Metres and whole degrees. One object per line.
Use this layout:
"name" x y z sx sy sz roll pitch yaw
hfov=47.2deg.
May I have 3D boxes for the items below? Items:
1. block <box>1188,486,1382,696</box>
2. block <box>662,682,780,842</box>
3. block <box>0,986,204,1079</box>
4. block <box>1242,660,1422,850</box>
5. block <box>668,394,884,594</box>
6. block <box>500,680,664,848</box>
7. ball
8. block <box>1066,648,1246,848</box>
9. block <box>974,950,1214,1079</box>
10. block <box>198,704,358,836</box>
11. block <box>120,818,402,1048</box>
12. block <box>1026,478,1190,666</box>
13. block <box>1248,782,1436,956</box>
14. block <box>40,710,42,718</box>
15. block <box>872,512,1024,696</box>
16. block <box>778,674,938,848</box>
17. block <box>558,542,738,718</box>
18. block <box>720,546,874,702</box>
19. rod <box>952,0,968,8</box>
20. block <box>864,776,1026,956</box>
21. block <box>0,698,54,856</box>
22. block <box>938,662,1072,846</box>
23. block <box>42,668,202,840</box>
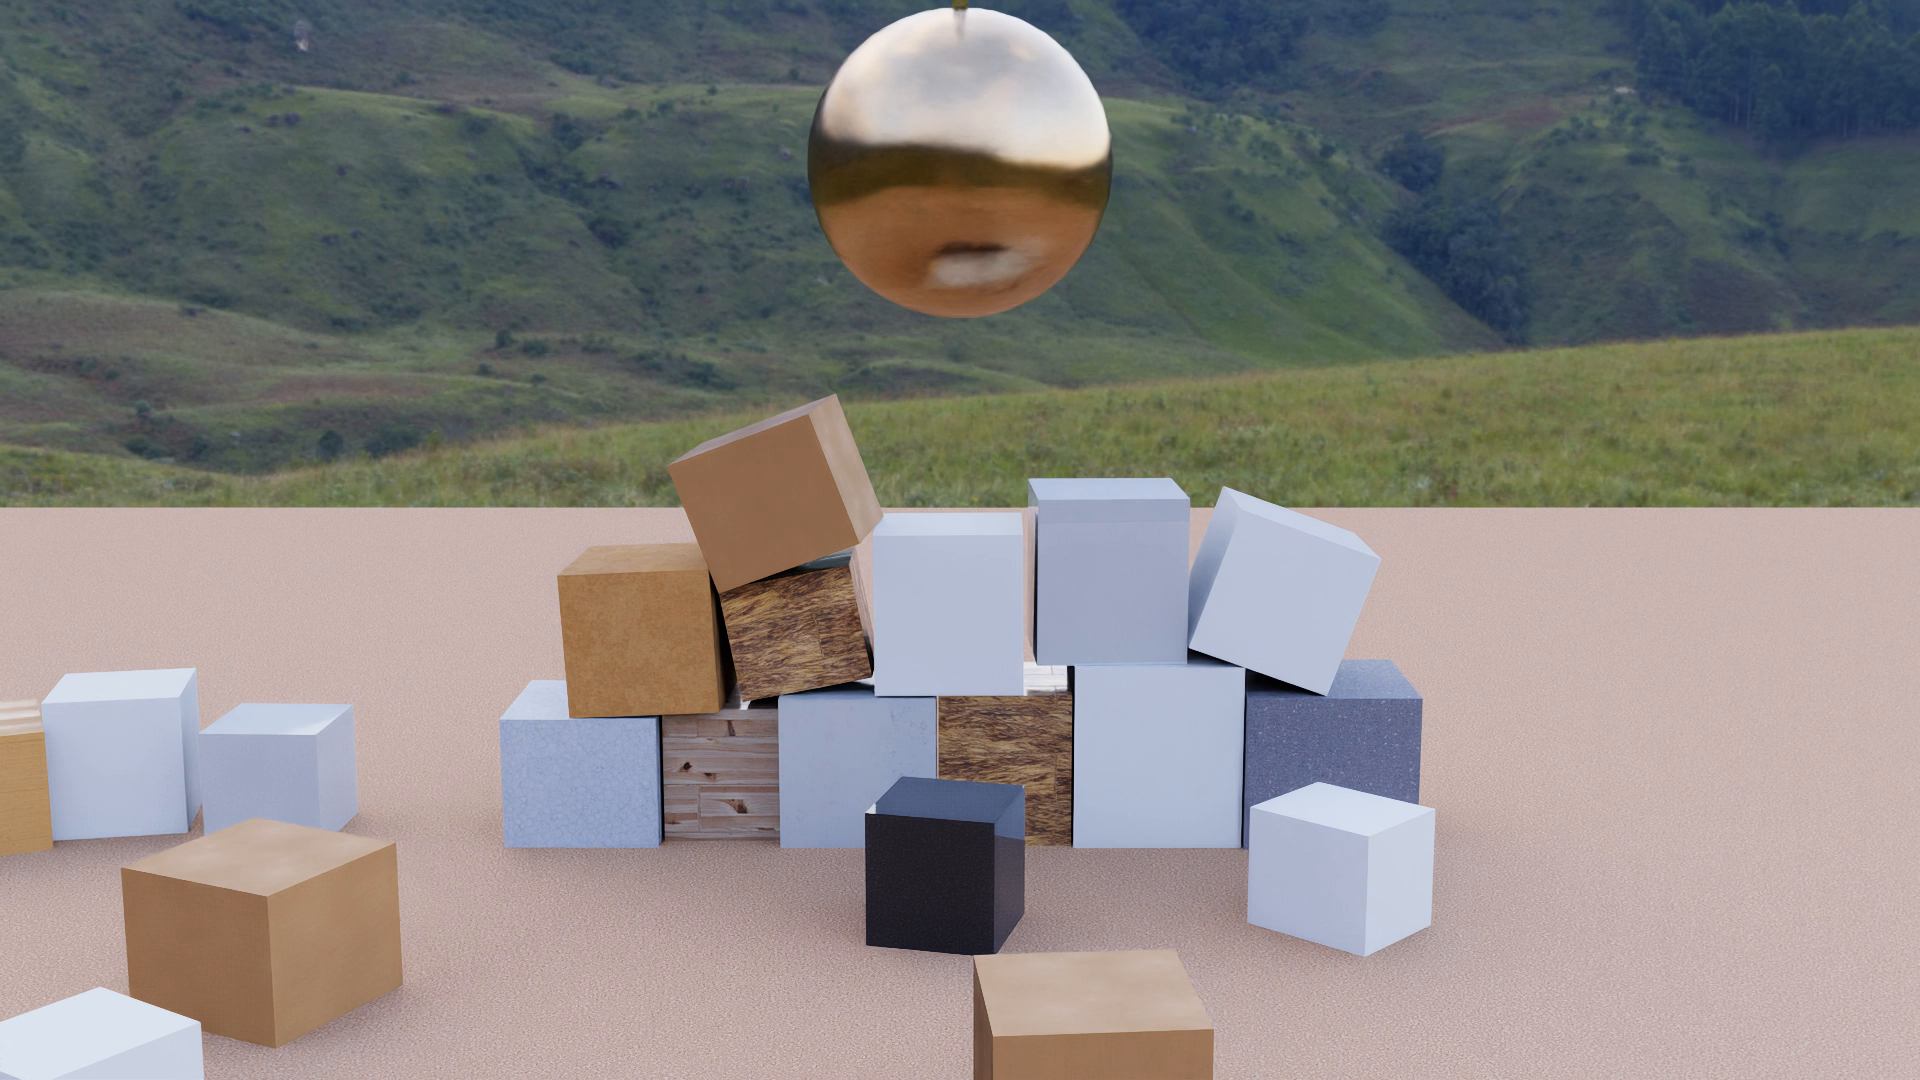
"block" 1.599 0.247 11.208 0.734 0.735 0.747 19 10 -4
"block" -1.204 1.139 11.383 0.594 0.687 0.571 0 10 -1
"block" -2.972 1.926 7.394 0.557 0.565 0.614 7 12 34
"block" 1.856 1.095 11.360 0.869 0.782 0.834 0 10 0
"block" -0.910 -0.241 11.004 0.760 0.677 0.654 -19 9 12
"block" -1.901 1.148 11.396 0.777 0.664 0.807 0 10 0
"ball" 0.000 -1.959 11.468 1.600 1.600 1.600 0 10 0
"block" 0.991 1.018 11.373 0.842 0.928 0.820 0 10 0
"block" 0.431 1.853 7.444 0.712 0.692 0.713 -1 10 -5
"block" -3.495 1.203 11.314 0.594 0.586 0.604 0 10 2
"block" -2.860 1.594 9.051 0.778 0.625 0.742 5 11 26
"block" 0.742 0.151 11.206 0.748 0.836 0.691 0 10 -2
"block" 1.720 1.474 9.933 0.626 0.546 0.543 9 14 42
"block" -5.028 1.184 11.832 0.477 0.436 0.448 -3 11 -18
"block" -0.052 0.317 11.194 0.740 0.812 0.654 0 10 1
"block" -0.512 1.102 11.366 0.782 0.765 0.773 0 10 0
"block" -1.573 0.445 11.263 0.752 0.726 0.782 -2 10 3
"block" -0.817 0.417 11.235 0.663 0.583 0.581 -11 10 2
"rod" 0.000 -5.221 10.510 0.080 5.200 0.080 0 16 0
"block" -0.059 1.454 9.862 0.583 0.610 0.581 3 11 15
"block" -5.055 1.222 11.143 0.770 0.609 0.742 -5 11 -25
"block" 0.226 1.094 11.373 0.667 0.779 0.723 0 10 0
"block" -4.353 1.106 11.474 0.660 0.718 0.637 -2 11 -11
